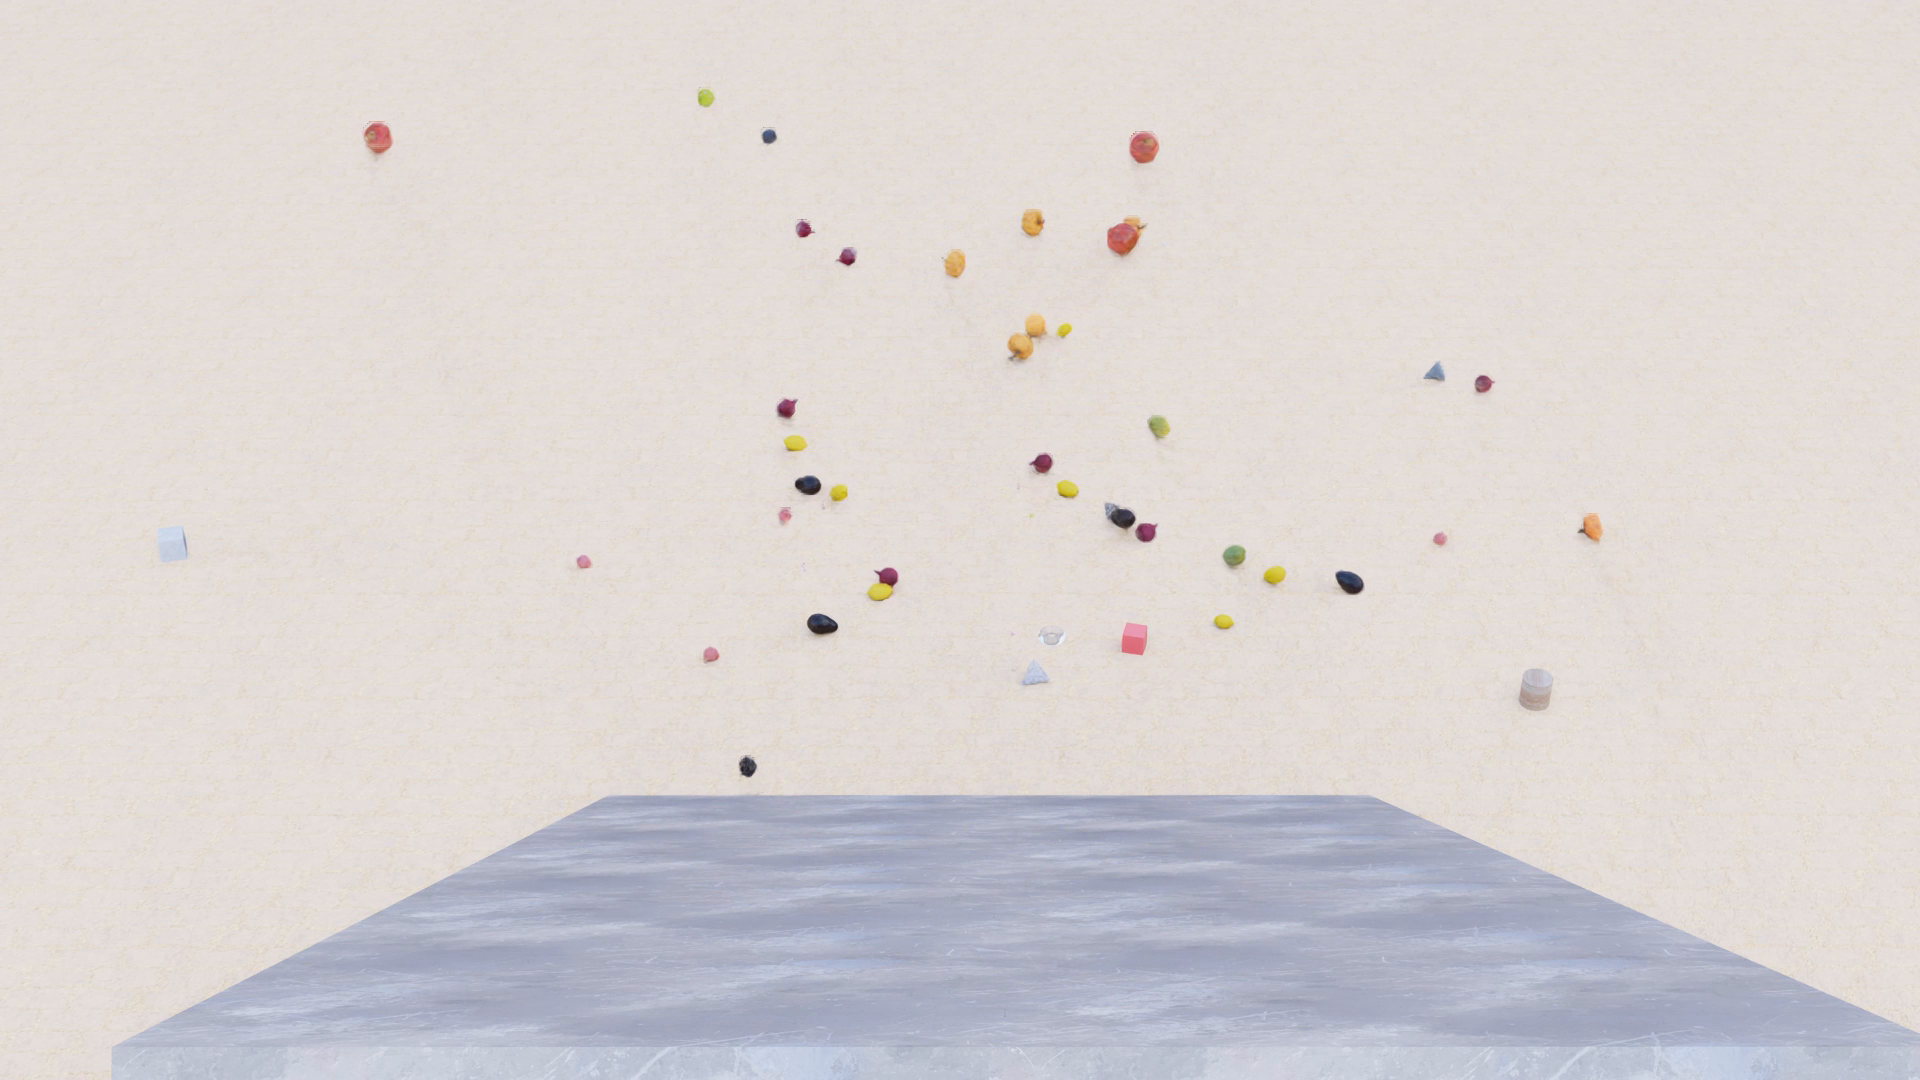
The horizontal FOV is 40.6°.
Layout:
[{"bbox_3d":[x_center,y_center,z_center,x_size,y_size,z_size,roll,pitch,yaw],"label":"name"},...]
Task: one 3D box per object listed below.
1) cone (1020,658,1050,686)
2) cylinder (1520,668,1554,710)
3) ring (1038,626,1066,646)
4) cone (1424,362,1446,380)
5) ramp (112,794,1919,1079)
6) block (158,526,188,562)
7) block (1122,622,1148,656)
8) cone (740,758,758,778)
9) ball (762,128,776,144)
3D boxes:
[{"bbox_3d":[0.199,0.388,7.341,0.078,0.078,0.078,-38,43,-5],"label":"cone"},{"bbox_3d":[1.609,0.418,7.254,0.085,0.085,0.085,0,35,0],"label":"cylinder"},{"bbox_3d":[0.265,0.276,7.510,0.080,0.027,0.080,0,36,0],"label":"ring"},{"bbox_3d":[1.583,-0.554,8.705,0.067,0.067,0.067,-20,31,18],"label":"cone"},{"bbox_3d":[0.077,0.661,4.822,2.000,0.100,4.000,0,-2,0],"label":"ramp"},{"bbox_3d":[-2.381,0.012,7.848,0.075,0.075,0.075,-8,36,-12],"label":"block"},{"bbox_3d":[0.502,0.284,7.466,0.062,0.062,0.062,8,36,12],"label":"block"},{"bbox_3d":[-0.560,0.612,7.027,0.053,0.053,0.053,21,13,27],"label":"cone"},{"bbox_3d":[-0.746,-1.577,10.155,0.060,0.060,0.060,0,35,0],"label":"ball"}]
